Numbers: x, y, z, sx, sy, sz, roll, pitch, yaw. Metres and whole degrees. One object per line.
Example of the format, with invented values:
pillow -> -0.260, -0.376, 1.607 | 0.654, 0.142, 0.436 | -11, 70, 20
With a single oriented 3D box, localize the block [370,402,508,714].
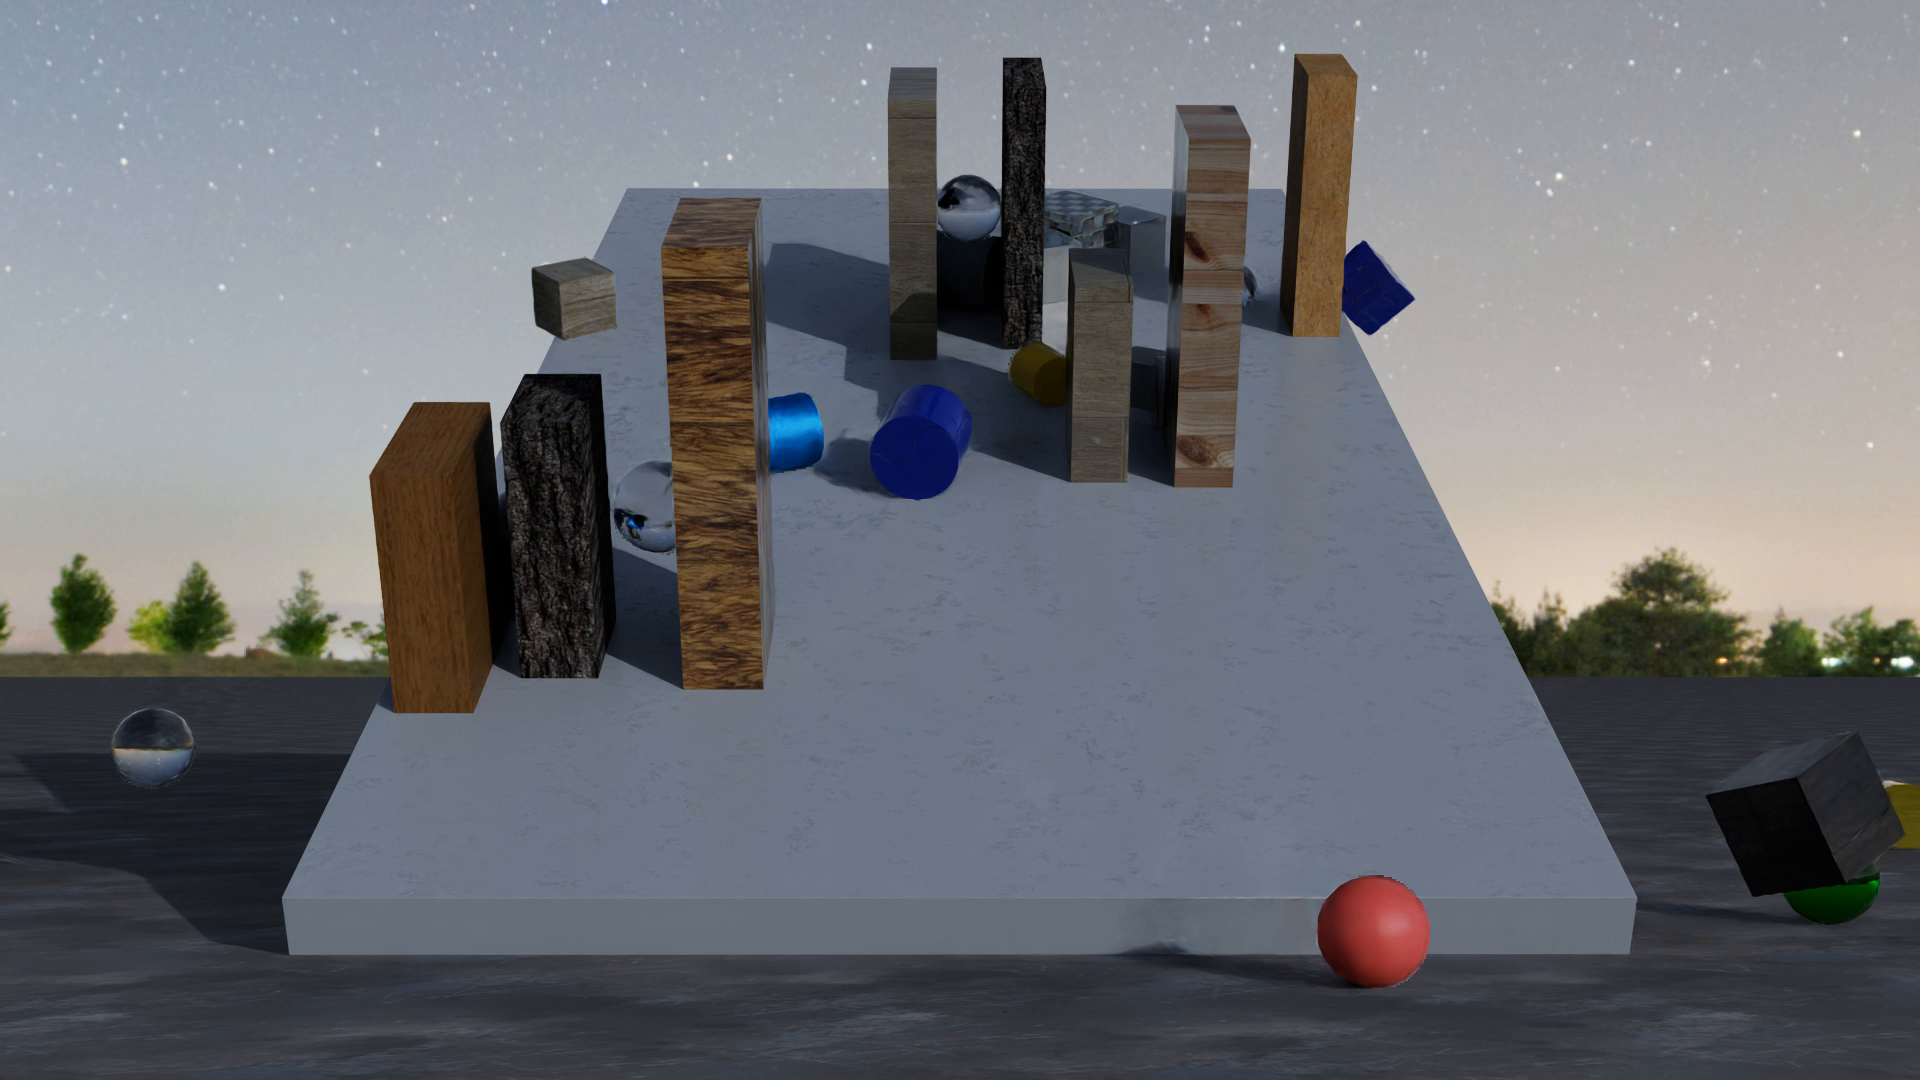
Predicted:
block -> -0.896, 0.026, 4.022 | 0.134, 0.436, 0.346 | 0, 24, 0

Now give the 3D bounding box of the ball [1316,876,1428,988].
ball -> 0.553, 0.526, 3.117 | 0.147, 0.147, 0.147 | 0, -3, 0

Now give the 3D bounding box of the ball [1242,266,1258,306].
ball -> 0.710, -0.656, 5.993 | 0.114, 0.114, 0.114 | 0, -3, 0

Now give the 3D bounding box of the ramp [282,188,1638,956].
ramp -> -0.008, -0.227, 5.276 | 2.000, 0.100, 4.000 | 0, 24, 0

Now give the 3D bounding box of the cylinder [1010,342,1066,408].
cylinder -> 0.196, -0.382, 5.356 | 0.120, 0.120, 0.120 | 2, 21, -27

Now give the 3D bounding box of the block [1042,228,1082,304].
block -> 0.217, -0.714, 6.079 | 0.151, 0.151, 0.151 | -11, 26, -24

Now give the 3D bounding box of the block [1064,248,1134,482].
block -> 0.294, -0.374, 4.945 | 0.120, 0.434, 0.266 | 0, 24, 0

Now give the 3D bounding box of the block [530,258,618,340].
block -> -0.969, -0.606, 5.825 | 0.151, 0.151, 0.151 | -16, 29, -33

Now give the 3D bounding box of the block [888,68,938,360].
block -> -0.113, -0.798, 5.661 | 0.113, 0.638, 0.345 | 0, 24, 0

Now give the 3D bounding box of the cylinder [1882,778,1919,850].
cylinder -> 2.246, 0.659, 5.560 | 0.156, 0.156, 0.156 | -1, 3, 15

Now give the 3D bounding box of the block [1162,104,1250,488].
block -> 0.513, -0.511, 4.874 | 0.123, 0.744, 0.296 | 0, 24, 0

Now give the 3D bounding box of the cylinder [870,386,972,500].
cylinder -> -0.080, -0.206, 4.869 | 0.187, 0.187, 0.187 | -1, 23, 10

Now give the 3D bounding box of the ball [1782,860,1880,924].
ball -> 1.455, 0.564, 3.886 | 0.159, 0.159, 0.159 | 0, -3, 0

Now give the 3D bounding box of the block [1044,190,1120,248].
block -> 0.290, -0.813, 6.253 | 0.193, 0.193, 0.193 | -22, 32, -40

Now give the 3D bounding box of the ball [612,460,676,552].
ball -> -0.554, -0.061, 4.270 | 0.170, 0.170, 0.170 | 0, -3, 0

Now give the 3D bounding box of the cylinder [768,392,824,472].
cylinder -> -0.394, -0.226, 4.952 | 0.155, 0.155, 0.155 | -12, 2, -25

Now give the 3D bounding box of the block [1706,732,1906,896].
block -> 1.260, 0.410, 3.461 | 0.169, 0.169, 0.169 | -25, 0, -35

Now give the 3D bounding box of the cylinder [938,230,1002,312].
cylinder -> 0.004, -0.695, 5.981 | 0.192, 0.192, 0.192 | 10, 1, 20

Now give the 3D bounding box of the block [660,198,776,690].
block -> -0.411, -0.164, 4.013 | 0.139, 0.795, 0.302 | 0, 24, 0

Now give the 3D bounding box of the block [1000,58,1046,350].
block -> 0.154, -0.833, 5.730 | 0.095, 0.647, 0.342 | 0, 24, 0

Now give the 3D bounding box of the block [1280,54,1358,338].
block -> 0.889, -0.857, 5.779 | 0.117, 0.656, 0.249 | 0, 24, 0

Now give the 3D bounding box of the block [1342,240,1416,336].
block -> 1.059, -0.655, 6.042 | 0.152, 0.152, 0.152 | -40, -28, 16

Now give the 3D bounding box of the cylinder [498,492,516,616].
cylinder -> -0.843, 0.021, 4.333 | 0.197, 0.197, 0.197 | -2, 21, 26

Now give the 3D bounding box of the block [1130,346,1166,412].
block -> 0.427, -0.372, 5.349 | 0.109, 0.109, 0.109 | 14, 27, 28

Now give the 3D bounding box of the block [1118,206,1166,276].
block -> 0.461, -0.817, 6.325 | 0.142, 0.142, 0.142 | -20, 31, -39

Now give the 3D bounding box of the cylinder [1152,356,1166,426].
cylinder -> 0.515, -0.333, 5.199 | 0.158, 0.158, 0.158 | 0, -3, 0

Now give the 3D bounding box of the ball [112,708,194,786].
ball -> -1.465, 0.375, 4.212 | 0.142, 0.142, 0.142 | 0, -3, 0

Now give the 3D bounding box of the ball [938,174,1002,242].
ball -> 0.021, -0.838, 5.865 | 0.169, 0.169, 0.169 | 0, -3, 0

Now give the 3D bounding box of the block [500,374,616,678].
block -> -0.703, -0.026, 4.089 | 0.135, 0.479, 0.245 | 0, 24, 0
